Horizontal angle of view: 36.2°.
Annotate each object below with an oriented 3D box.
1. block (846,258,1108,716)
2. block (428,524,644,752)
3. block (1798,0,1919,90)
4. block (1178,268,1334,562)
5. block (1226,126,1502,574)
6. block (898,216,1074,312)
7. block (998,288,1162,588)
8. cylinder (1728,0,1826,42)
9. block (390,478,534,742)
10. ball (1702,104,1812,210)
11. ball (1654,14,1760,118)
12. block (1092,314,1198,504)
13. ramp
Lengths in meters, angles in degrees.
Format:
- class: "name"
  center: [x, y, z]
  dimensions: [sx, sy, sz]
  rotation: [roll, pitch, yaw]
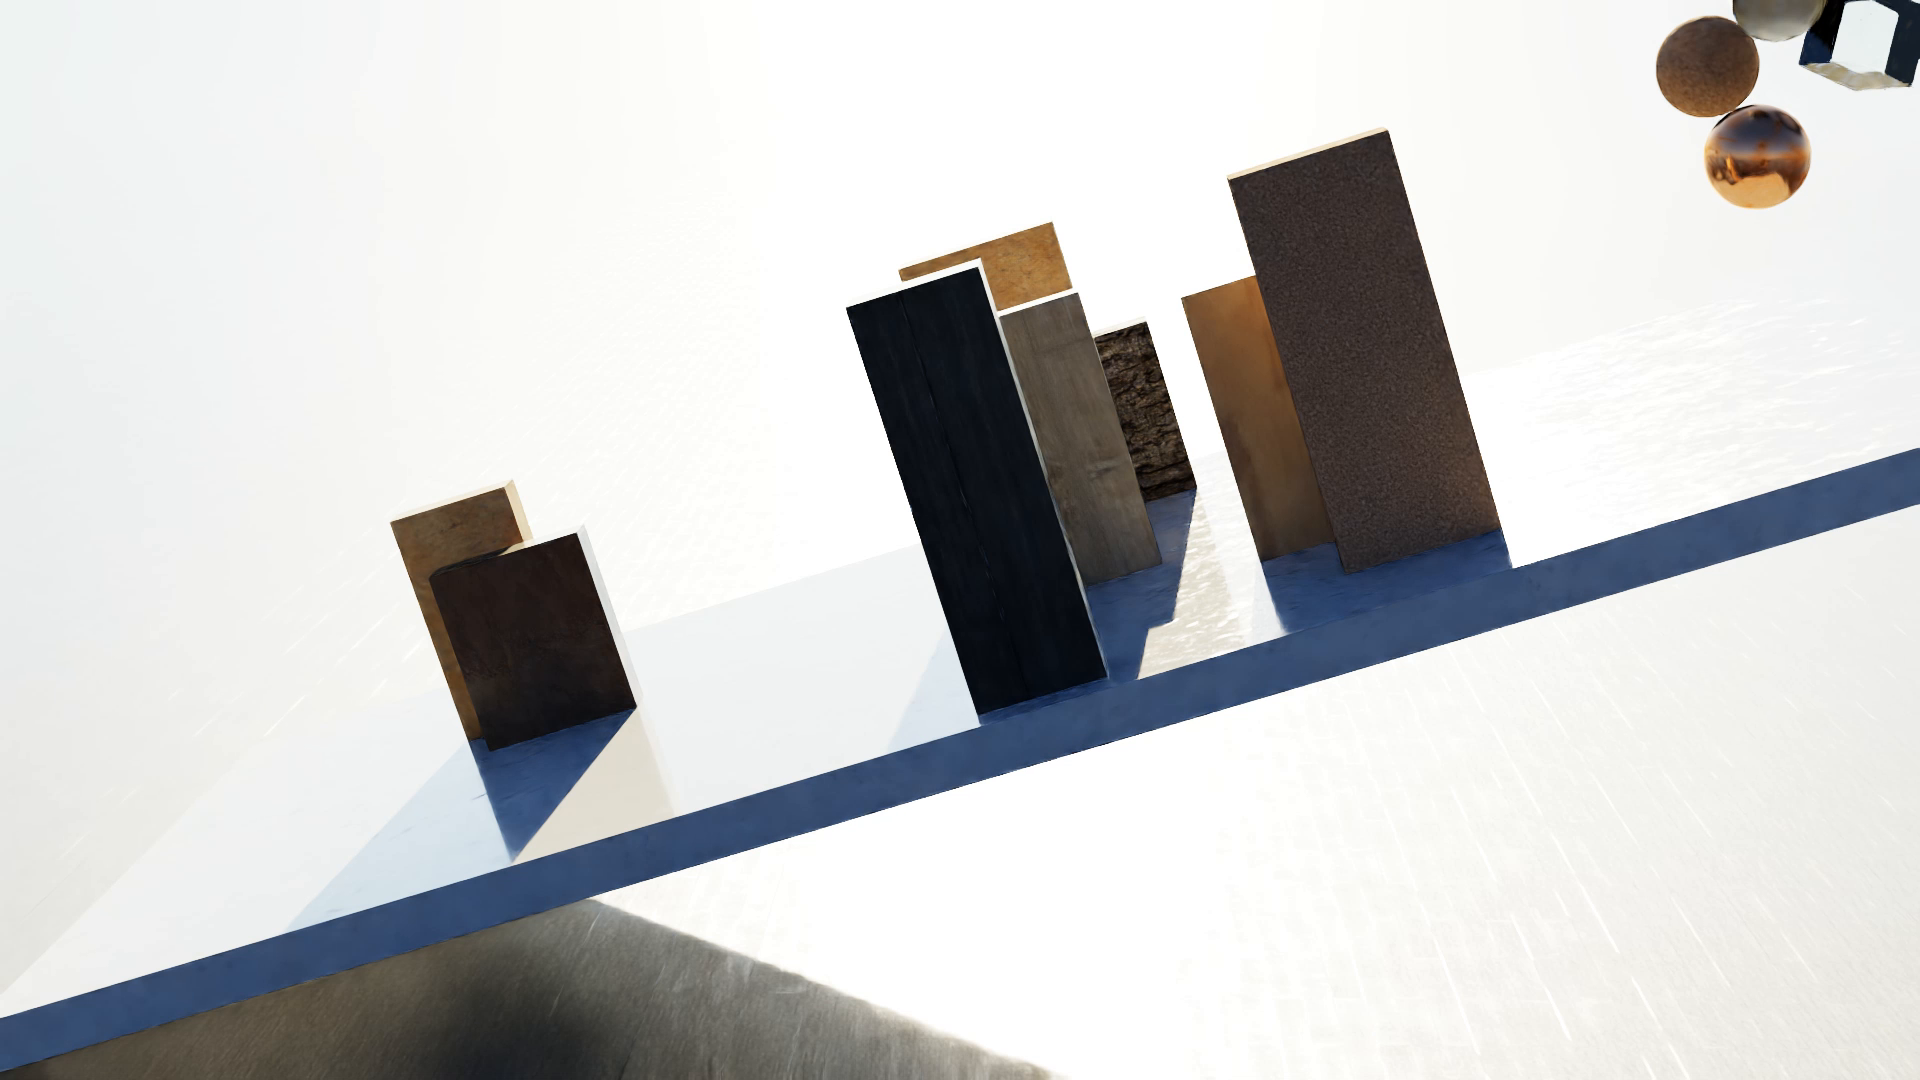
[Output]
- class: "block"
  center: [0.034, -0.096, 5.394]
  dimensions: [0.251, 0.789, 0.132]
  rotation: [-17, 10, 5]
- class: "block"
  center: [-0.930, 0.214, 6.463]
  dimensions: [0.344, 0.409, 0.100]
  rotation: [-17, 10, 5]
- class: "block"
  center: [1.776, -0.986, 5.776]
  dimensions: [0.156, 0.156, 0.156]
  rotation: [17, -3, -28]
- class: "block"
  center: [0.707, -0.284, 5.890]
  dimensions: [0.393, 0.559, 0.107]
  rotation: [-17, 10, 5]
- class: "block"
  center: [0.762, -0.355, 5.545]
  dimensions: [0.306, 0.782, 0.110]
  rotation: [-17, 10, 5]
- class: "block"
  center: [0.139, -0.370, 6.935]
  dimensions: [0.375, 0.692, 0.125]
  rotation: [-17, 10, 5]
- class: "block"
  center: [0.130, -0.176, 6.183]
  dimensions: [0.432, 0.602, 0.081]
  rotation: [-17, 10, 5]
- class: "cylinder"
  center: [1.579, -1.087, 5.720]
  dimensions: [0.178, 0.178, 0.178]
  rotation: [1, 34, 4]
- class: "block"
  center: [-1.060, 0.158, 6.641]
  dimensions: [0.274, 0.529, 0.105]
  rotation: [-17, 10, 5]
- class: "ball"
  center: [1.568, -0.753, 5.786]
  dimensions: [0.208, 0.208, 0.208]
  rotation: [0, 11, 0]
- class: "ball"
  center: [1.521, -0.964, 5.986]
  dimensions: [0.208, 0.208, 0.208]
  rotation: [0, 11, 0]
- class: "block"
  center: [0.350, -0.282, 6.907]
  dimensions: [0.306, 0.409, 0.115]
  rotation: [-17, 10, 5]
- class: "ramp"
  center: [0.098, 0.184, 6.313]
  dimensions: [4.000, 0.100, 2.000]
  rotation: [-17, 10, 5]
